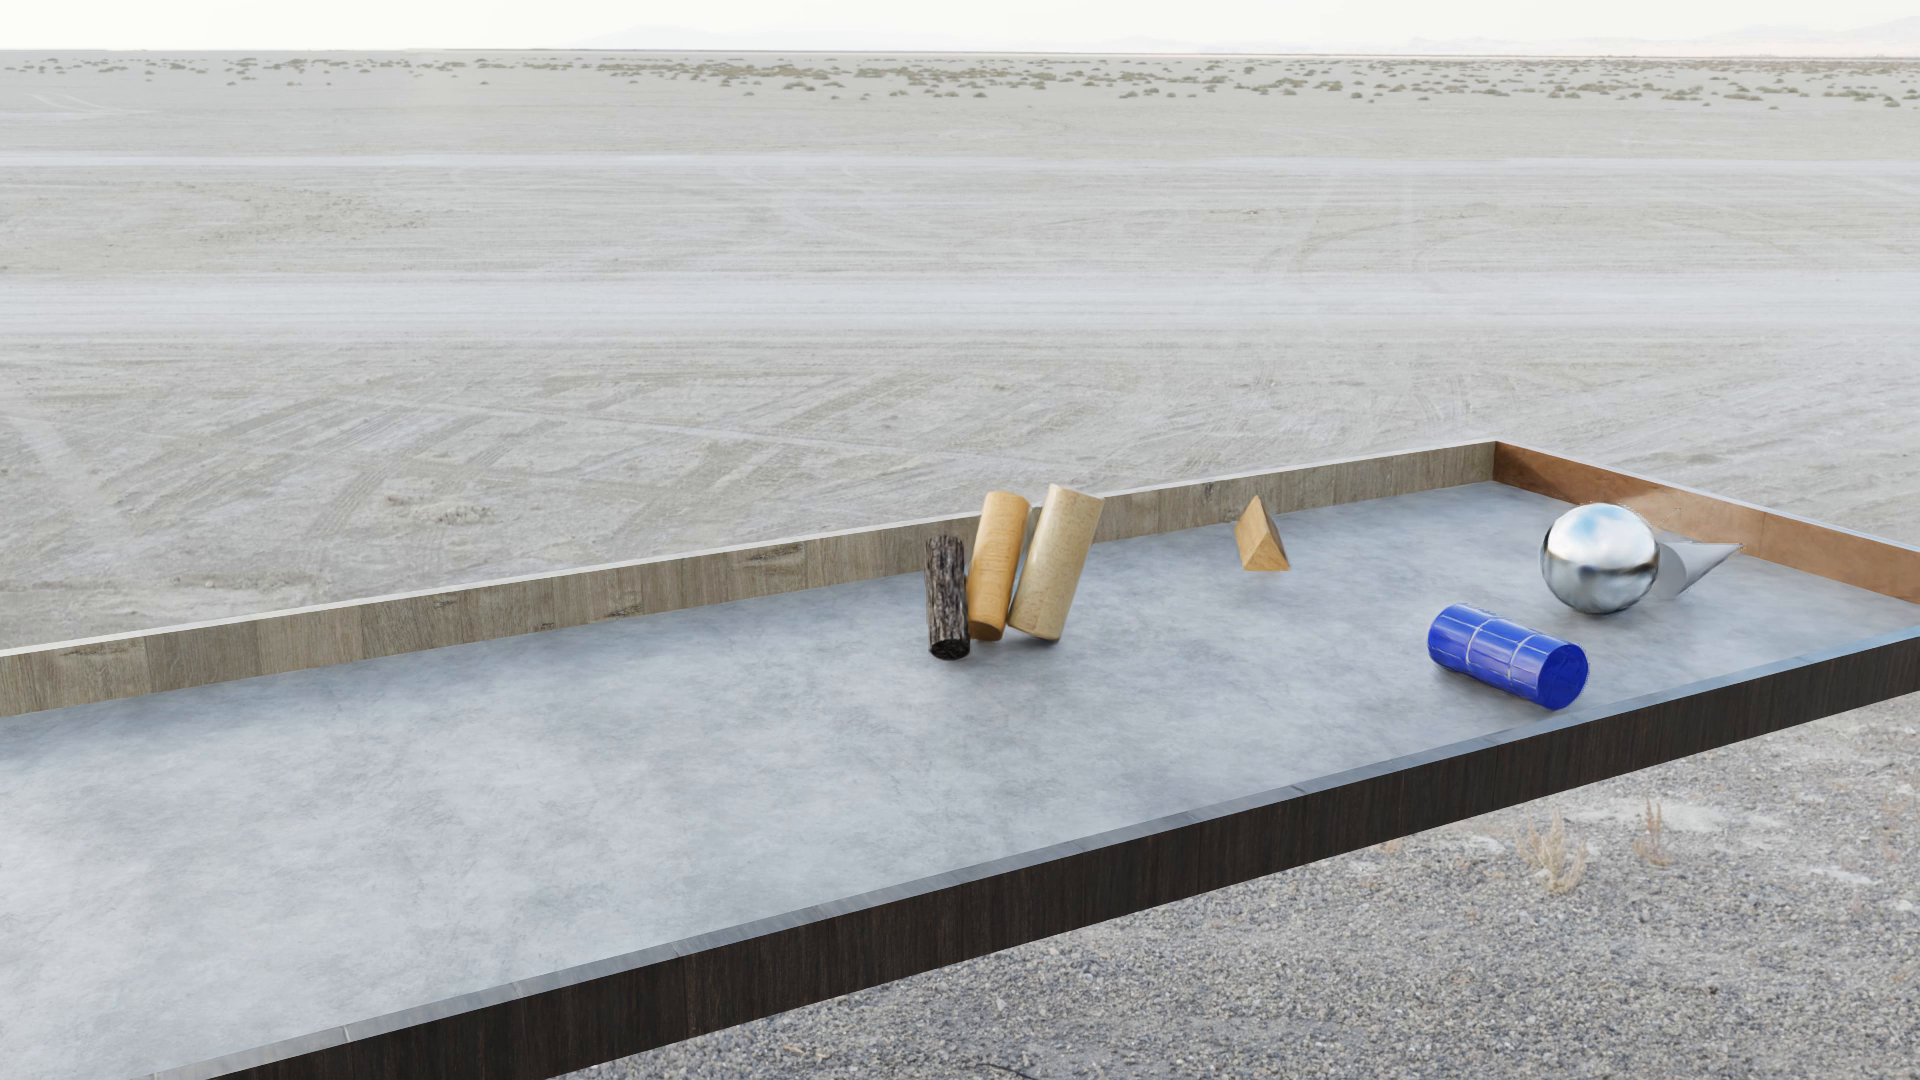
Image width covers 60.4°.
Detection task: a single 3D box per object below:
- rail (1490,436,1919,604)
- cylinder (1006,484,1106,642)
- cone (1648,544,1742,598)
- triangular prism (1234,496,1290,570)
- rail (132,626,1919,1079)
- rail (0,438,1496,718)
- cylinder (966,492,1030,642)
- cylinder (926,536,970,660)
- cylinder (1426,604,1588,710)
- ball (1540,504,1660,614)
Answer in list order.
[{"bbox_3d":[2.466,-0.048,5.253,0.050,0.150,2.100,-9,18,-27],"label":"rail"},{"bbox_3d":[0.254,0.059,4.404,0.153,0.394,0.153,18,3,-1],"label":"cylinder"},{"bbox_3d":[2.170,0.052,4.812,0.359,0.165,0.165,-13,21,-27],"label":"cone"},{"bbox_3d":[0.955,-0.028,5.224,0.139,0.120,0.438,1,16,5],"label":"triangular prism"},{"bbox_3d":[-2.336,1.006,1.665,12.000,0.150,0.050,-9,18,-27],"label":"rail"},{"bbox_3d":[-3.305,0.497,3.399,12.000,0.150,0.050,-9,18,-27],"label":"rail"},{"bbox_3d":[0.092,0.070,4.458,0.128,0.389,0.128,11,-25,5],"label":"cylinder"},{"bbox_3d":[-0.034,0.150,4.346,0.103,0.103,0.331,-1,53,-4],"label":"cylinder"},{"bbox_3d":[1.344,0.284,4.069,0.165,0.165,0.365,-9,17,-27],"label":"cylinder"},{"bbox_3d":[1.790,0.053,4.620,0.313,0.313,0.313,0,16,0],"label":"ball"}]
